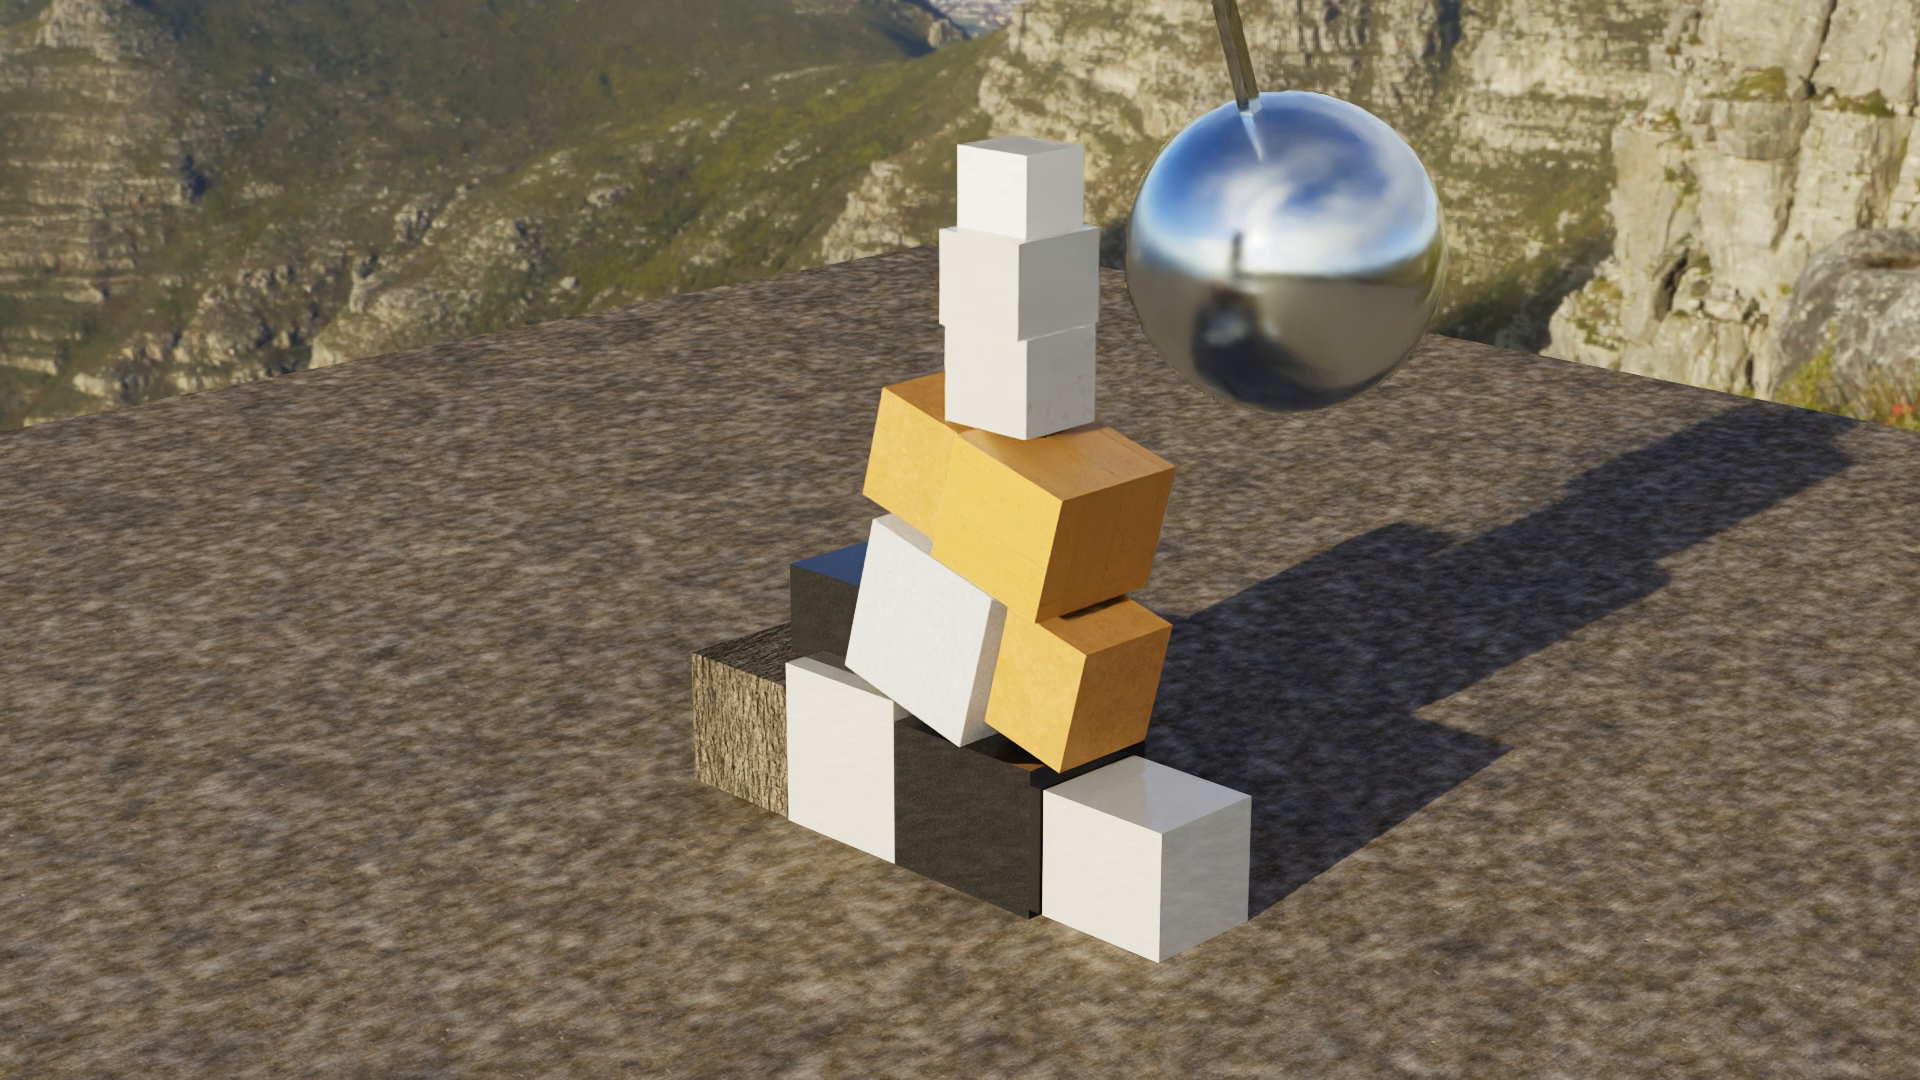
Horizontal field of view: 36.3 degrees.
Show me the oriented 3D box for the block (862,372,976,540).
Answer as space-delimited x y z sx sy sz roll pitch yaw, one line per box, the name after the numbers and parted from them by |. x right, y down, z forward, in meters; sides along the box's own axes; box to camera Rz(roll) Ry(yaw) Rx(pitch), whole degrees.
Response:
-0.010 -0.385 13.243 0.545 0.545 0.557 33 34 34 | block

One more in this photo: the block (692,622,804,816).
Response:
-0.822 0.871 14.462 0.690 0.667 0.707 -17 24 -42 | block

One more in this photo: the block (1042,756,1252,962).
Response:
0.819 1.393 12.916 0.594 0.598 0.688 -17 24 -42 | block

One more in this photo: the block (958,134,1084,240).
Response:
0.259 -1.522 12.605 0.404 0.355 0.358 16 23 42 | block

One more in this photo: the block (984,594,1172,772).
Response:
0.523 0.592 13.000 0.563 0.602 0.475 -17 38 -42 | block

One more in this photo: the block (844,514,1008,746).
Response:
0.088 0.329 13.367 0.803 0.773 0.771 -17 39 -42 | block

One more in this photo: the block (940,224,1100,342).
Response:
0.257 -1.142 12.687 0.469 0.418 0.507 16 24 42 | block

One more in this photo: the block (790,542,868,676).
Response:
-0.447 0.322 13.913 0.505 0.442 0.501 -17 24 -42 | block

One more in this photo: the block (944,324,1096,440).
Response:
0.262 -0.732 12.808 0.489 0.436 0.438 16 24 42 | block

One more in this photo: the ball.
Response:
1.623 -1.429 14.593 1.600 1.600 1.600 0 17 0 | ball

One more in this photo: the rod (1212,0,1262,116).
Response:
0.703 -4.151 12.774 0.080 5.200 0.080 17 46 42 | rod

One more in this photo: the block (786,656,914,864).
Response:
-0.305 0.962 13.950 0.729 0.800 0.732 -17 24 -42 | block

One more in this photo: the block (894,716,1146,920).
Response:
0.271 1.174 13.430 0.758 0.706 0.854 -17 24 -42 | block

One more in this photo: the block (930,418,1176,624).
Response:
0.406 -0.125 12.855 0.729 0.604 0.651 -17 39 -43 | block
